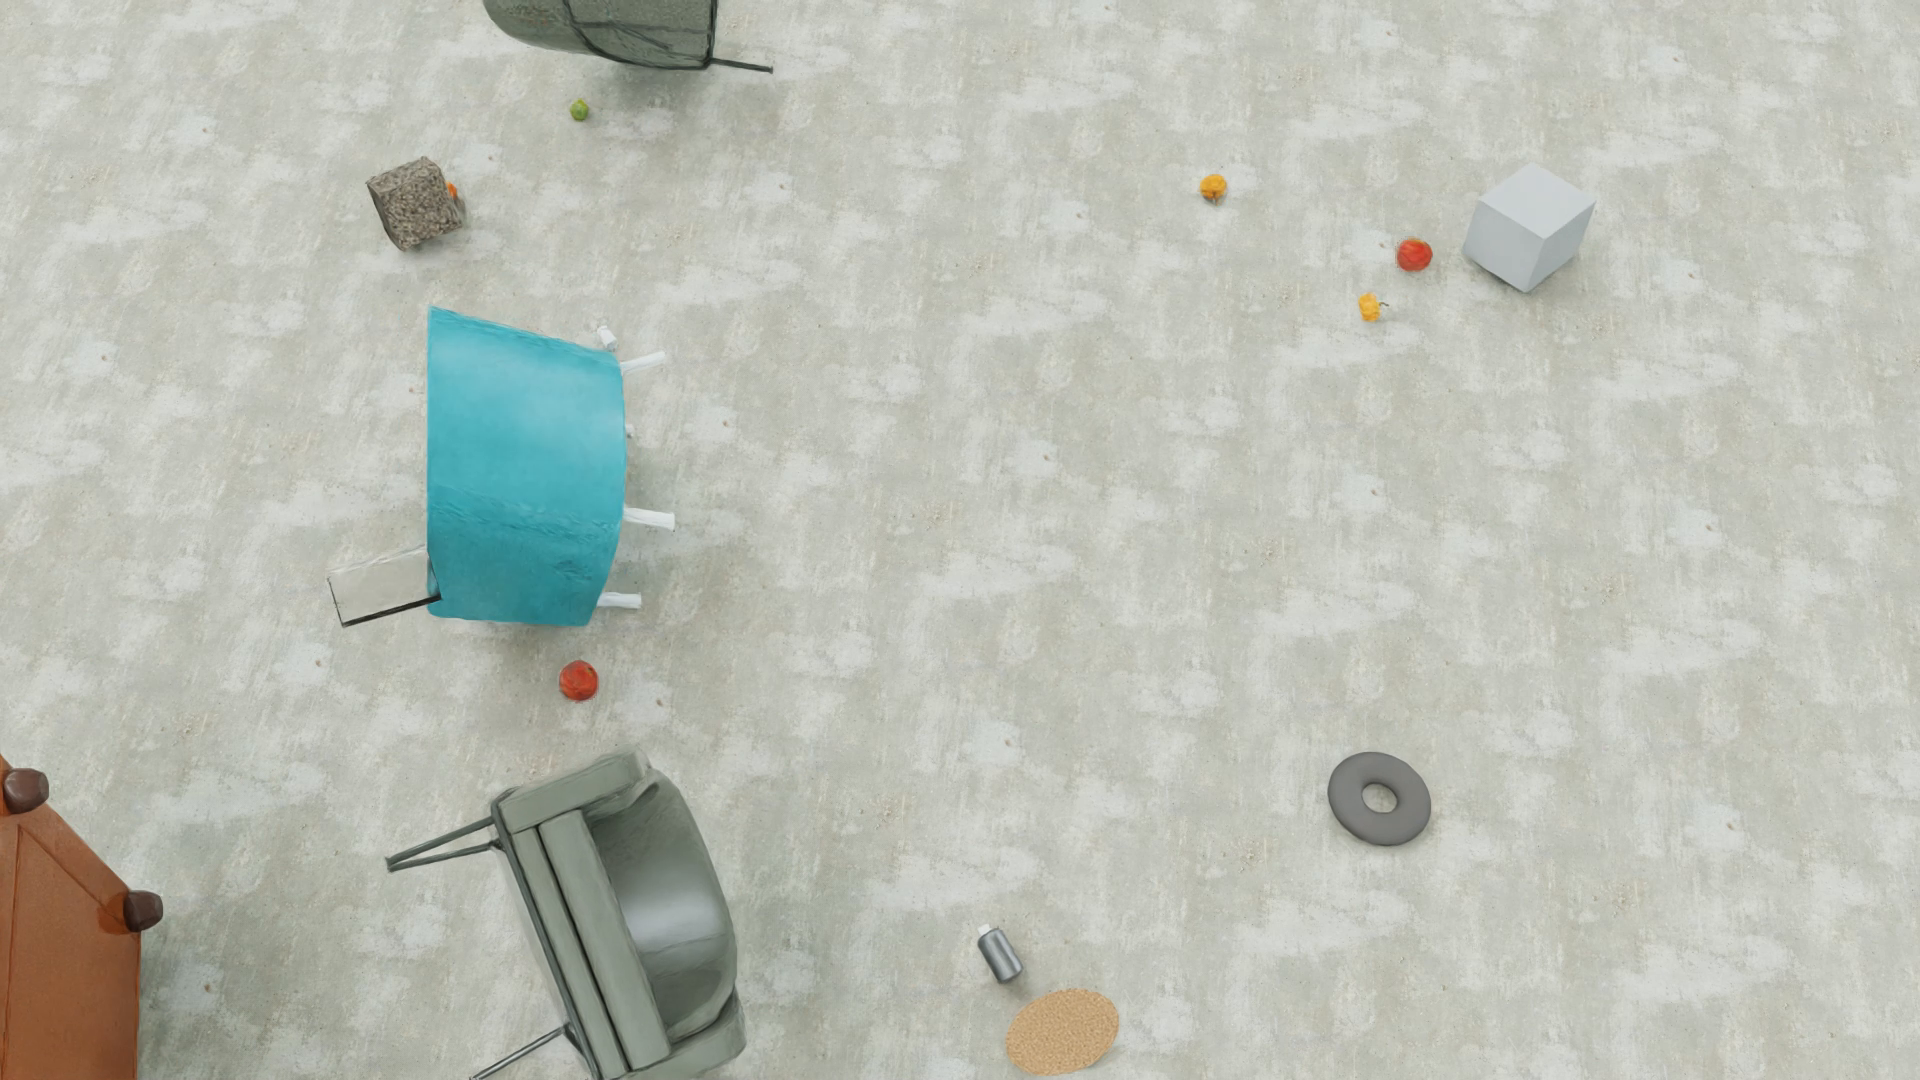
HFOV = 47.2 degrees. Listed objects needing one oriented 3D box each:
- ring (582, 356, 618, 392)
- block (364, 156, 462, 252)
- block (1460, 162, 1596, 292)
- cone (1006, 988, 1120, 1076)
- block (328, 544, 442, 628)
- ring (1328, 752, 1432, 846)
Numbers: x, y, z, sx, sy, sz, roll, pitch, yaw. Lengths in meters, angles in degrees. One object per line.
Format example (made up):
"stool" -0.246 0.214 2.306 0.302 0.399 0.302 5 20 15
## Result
"ring" -1.130 -0.521 6.902 0.116 0.036 0.150 8 54 3
"block" -1.776 -1.094 7.152 0.214 0.210 0.160 -27 35 -17
"block" 1.831 -1.010 7.083 0.255 0.223 0.303 38 54 25
"cone" 0.255 1.247 5.686 0.302 0.230 0.126 -21 14 -1
"block" -1.517 0.119 5.795 0.262 0.174 0.136 -17 100 -14
"ring" 1.156 0.712 6.059 0.275 0.062 0.295 -33 61 -21
